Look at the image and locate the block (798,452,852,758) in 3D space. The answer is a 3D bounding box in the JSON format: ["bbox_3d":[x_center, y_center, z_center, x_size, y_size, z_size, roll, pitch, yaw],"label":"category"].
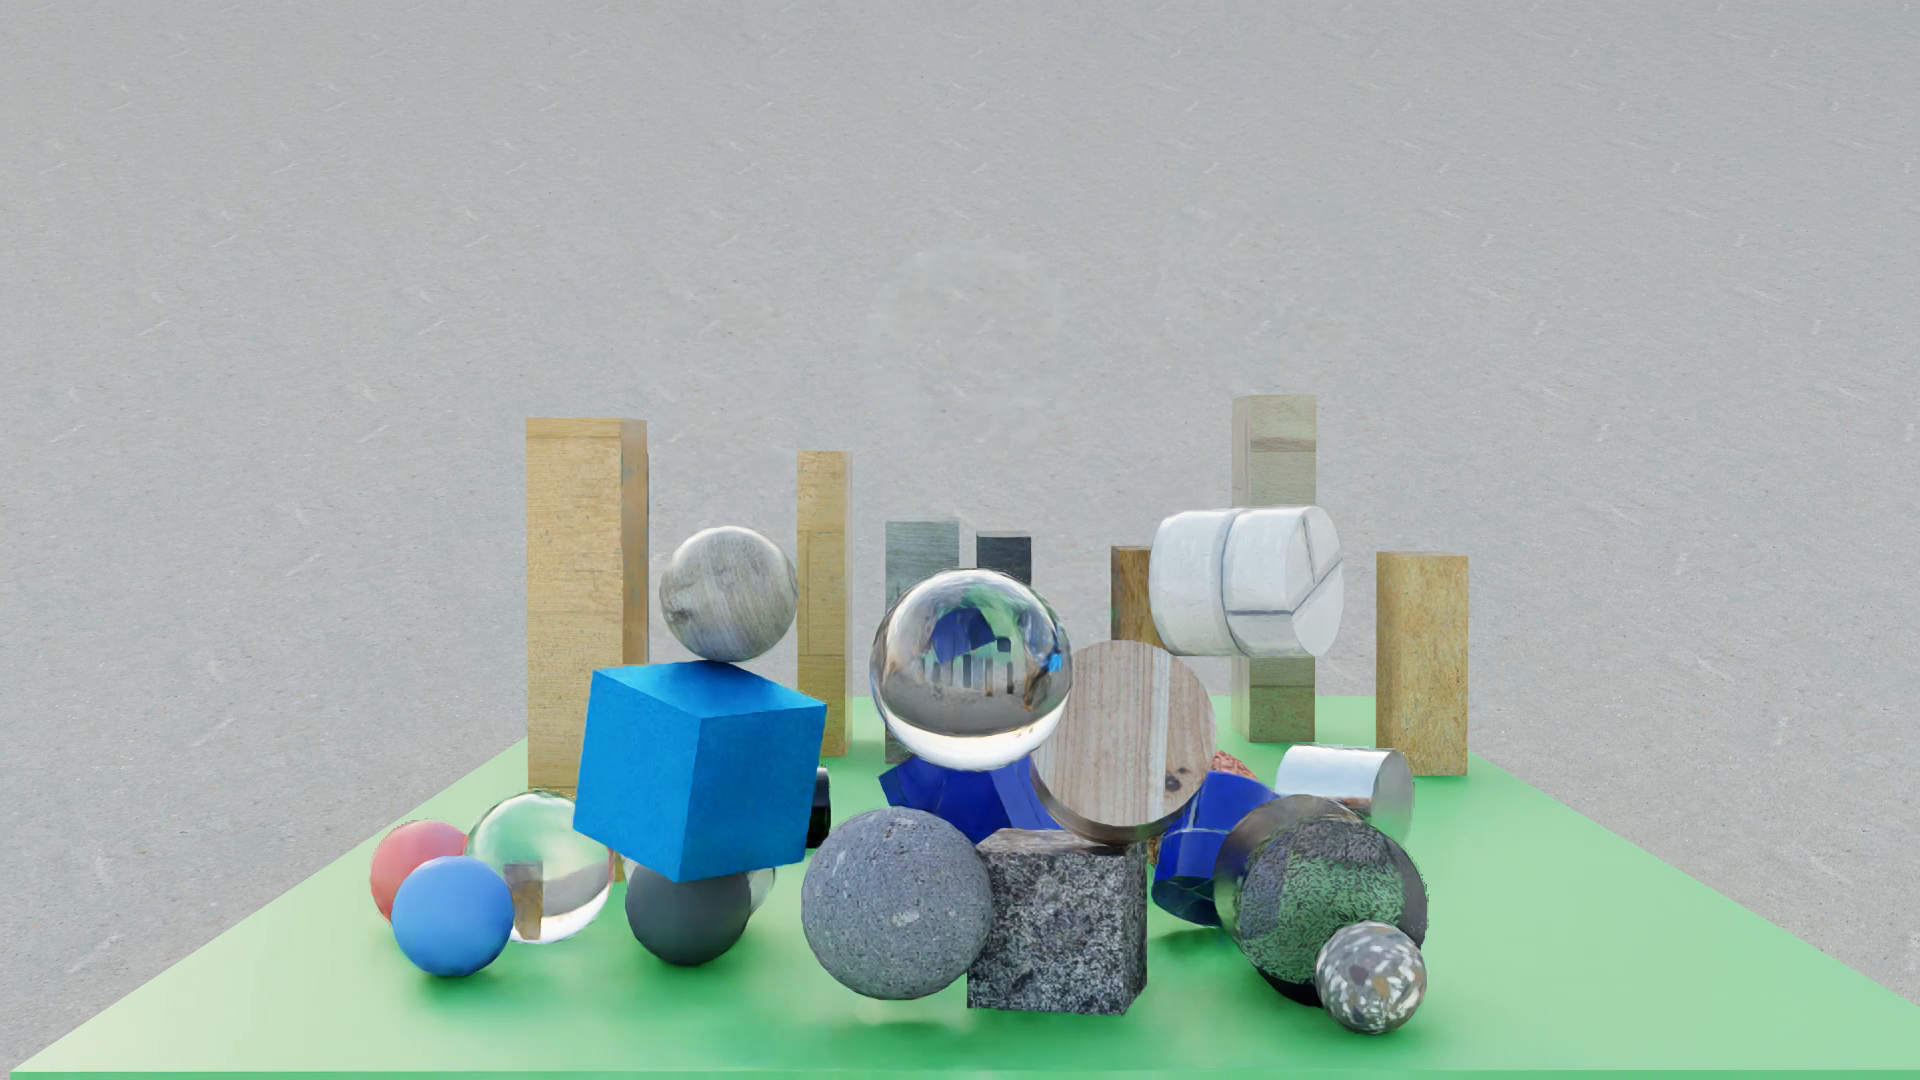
[{"bbox_3d":[-0.281,0.124,5.410,0.096,0.620,0.385,0,2,0],"label":"block"}]

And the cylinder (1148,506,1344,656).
[{"bbox_3d":[0.302,0.044,2.707,0.156,0.156,0.156,-2,21,30],"label":"cylinder"}]

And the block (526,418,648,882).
[{"bbox_3d":[-0.549,0.153,3.819,0.136,0.664,0.292,0,2,0],"label":"block"}]

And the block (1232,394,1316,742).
[{"bbox_3d":[0.685,0.056,5.655,0.140,0.739,0.361,0,2,0],"label":"block"}]

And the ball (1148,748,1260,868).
[{"bbox_3d":[0.340,0.392,3.657,0.197,0.197,0.197,0,25,0],"label":"ball"}]

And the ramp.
[{"bbox_3d":[0.056,0.512,4.553,2.000,0.100,4.000,0,2,0],"label":"ramp"}]

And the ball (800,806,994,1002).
[{"bbox_3d":[-0.068,0.391,2.770,0.207,0.207,0.207,0,25,0],"label":"ball"}]

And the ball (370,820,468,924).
[{"bbox_3d":[-0.679,0.431,3.285,0.144,0.144,0.144,0,25,0],"label":"ball"}]

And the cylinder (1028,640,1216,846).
[{"bbox_3d":[0.173,0.223,2.800,0.197,0.197,0.197,1,-13,1],"label":"cylinder"}]

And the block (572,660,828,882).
[{"bbox_3d":[-0.307,0.267,3.036,0.195,0.195,0.195,19,15,41],"label":"block"}]

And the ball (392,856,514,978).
[{"bbox_3d":[-0.594,0.440,3.018,0.141,0.141,0.141,0,25,0],"label":"ball"}]

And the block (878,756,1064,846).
[{"bbox_3d":[0.067,0.347,3.368,0.208,0.208,0.208,-15,-13,-42],"label":"block"}]

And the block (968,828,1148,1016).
[{"bbox_3d":[0.112,0.427,2.907,0.174,0.174,0.174,0,2,13],"label":"block"}]

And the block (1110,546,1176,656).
[{"bbox_3d":[0.361,0.230,5.091,0.108,0.428,0.318,0,2,0],"label":"block"}]

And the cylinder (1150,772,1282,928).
[{"bbox_3d":[0.331,0.397,3.297,0.149,0.149,0.149,7,59,14],"label":"cylinder"}]

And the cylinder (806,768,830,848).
[{"bbox_3d":[-0.269,0.415,3.984,0.125,0.125,0.125,0,25,-9],"label":"cylinder"}]

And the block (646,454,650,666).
[{"bbox_3d":[-0.728,0.121,5.580,0.081,0.615,0.243,0,2,0],"label":"block"}]

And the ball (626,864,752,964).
[{"bbox_3d":[-0.326,0.433,3.091,0.151,0.151,0.151,0,25,0],"label":"ball"}]

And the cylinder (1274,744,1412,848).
[{"bbox_3d":[0.589,0.399,3.959,0.160,0.160,0.160,2,22,33],"label":"cylinder"}]

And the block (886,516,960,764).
[{"bbox_3d":[-0.075,0.196,5.329,0.146,0.480,0.434,0,2,0],"label":"block"}]

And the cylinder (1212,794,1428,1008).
[{"bbox_3d":[0.407,0.409,2.941,0.210,0.210,0.210,-1,2,-2],"label":"cylinder"}]

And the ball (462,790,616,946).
[{"bbox_3d":[-0.526,0.409,3.216,0.191,0.191,0.191,0,25,0],"label":"ball"}]

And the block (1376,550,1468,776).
[{"bbox_3d":[0.904,0.236,5.056,0.128,0.418,0.290,0,2,0],"label":"block"}]

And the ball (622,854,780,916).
[{"bbox_3d":[-0.331,0.400,3.298,0.204,0.204,0.204,0,25,0],"label":"ball"}]

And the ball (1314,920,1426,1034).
[{"bbox_3d":[0.433,0.461,2.719,0.118,0.118,0.118,0,25,0],"label":"ball"}]

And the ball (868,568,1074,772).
[{"bbox_3d":[0.011,0.127,2.518,0.200,0.200,0.200,0,25,0],"label":"ball"}]

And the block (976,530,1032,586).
[{"bbox_3d":[0.085,0.216,5.071,0.101,0.457,0.421,0,2,0],"label":"block"}]

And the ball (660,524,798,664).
[{"bbox_3d":[-0.280,0.065,3.129,0.168,0.168,0.168,0,25,0],"label":"ball"}]
